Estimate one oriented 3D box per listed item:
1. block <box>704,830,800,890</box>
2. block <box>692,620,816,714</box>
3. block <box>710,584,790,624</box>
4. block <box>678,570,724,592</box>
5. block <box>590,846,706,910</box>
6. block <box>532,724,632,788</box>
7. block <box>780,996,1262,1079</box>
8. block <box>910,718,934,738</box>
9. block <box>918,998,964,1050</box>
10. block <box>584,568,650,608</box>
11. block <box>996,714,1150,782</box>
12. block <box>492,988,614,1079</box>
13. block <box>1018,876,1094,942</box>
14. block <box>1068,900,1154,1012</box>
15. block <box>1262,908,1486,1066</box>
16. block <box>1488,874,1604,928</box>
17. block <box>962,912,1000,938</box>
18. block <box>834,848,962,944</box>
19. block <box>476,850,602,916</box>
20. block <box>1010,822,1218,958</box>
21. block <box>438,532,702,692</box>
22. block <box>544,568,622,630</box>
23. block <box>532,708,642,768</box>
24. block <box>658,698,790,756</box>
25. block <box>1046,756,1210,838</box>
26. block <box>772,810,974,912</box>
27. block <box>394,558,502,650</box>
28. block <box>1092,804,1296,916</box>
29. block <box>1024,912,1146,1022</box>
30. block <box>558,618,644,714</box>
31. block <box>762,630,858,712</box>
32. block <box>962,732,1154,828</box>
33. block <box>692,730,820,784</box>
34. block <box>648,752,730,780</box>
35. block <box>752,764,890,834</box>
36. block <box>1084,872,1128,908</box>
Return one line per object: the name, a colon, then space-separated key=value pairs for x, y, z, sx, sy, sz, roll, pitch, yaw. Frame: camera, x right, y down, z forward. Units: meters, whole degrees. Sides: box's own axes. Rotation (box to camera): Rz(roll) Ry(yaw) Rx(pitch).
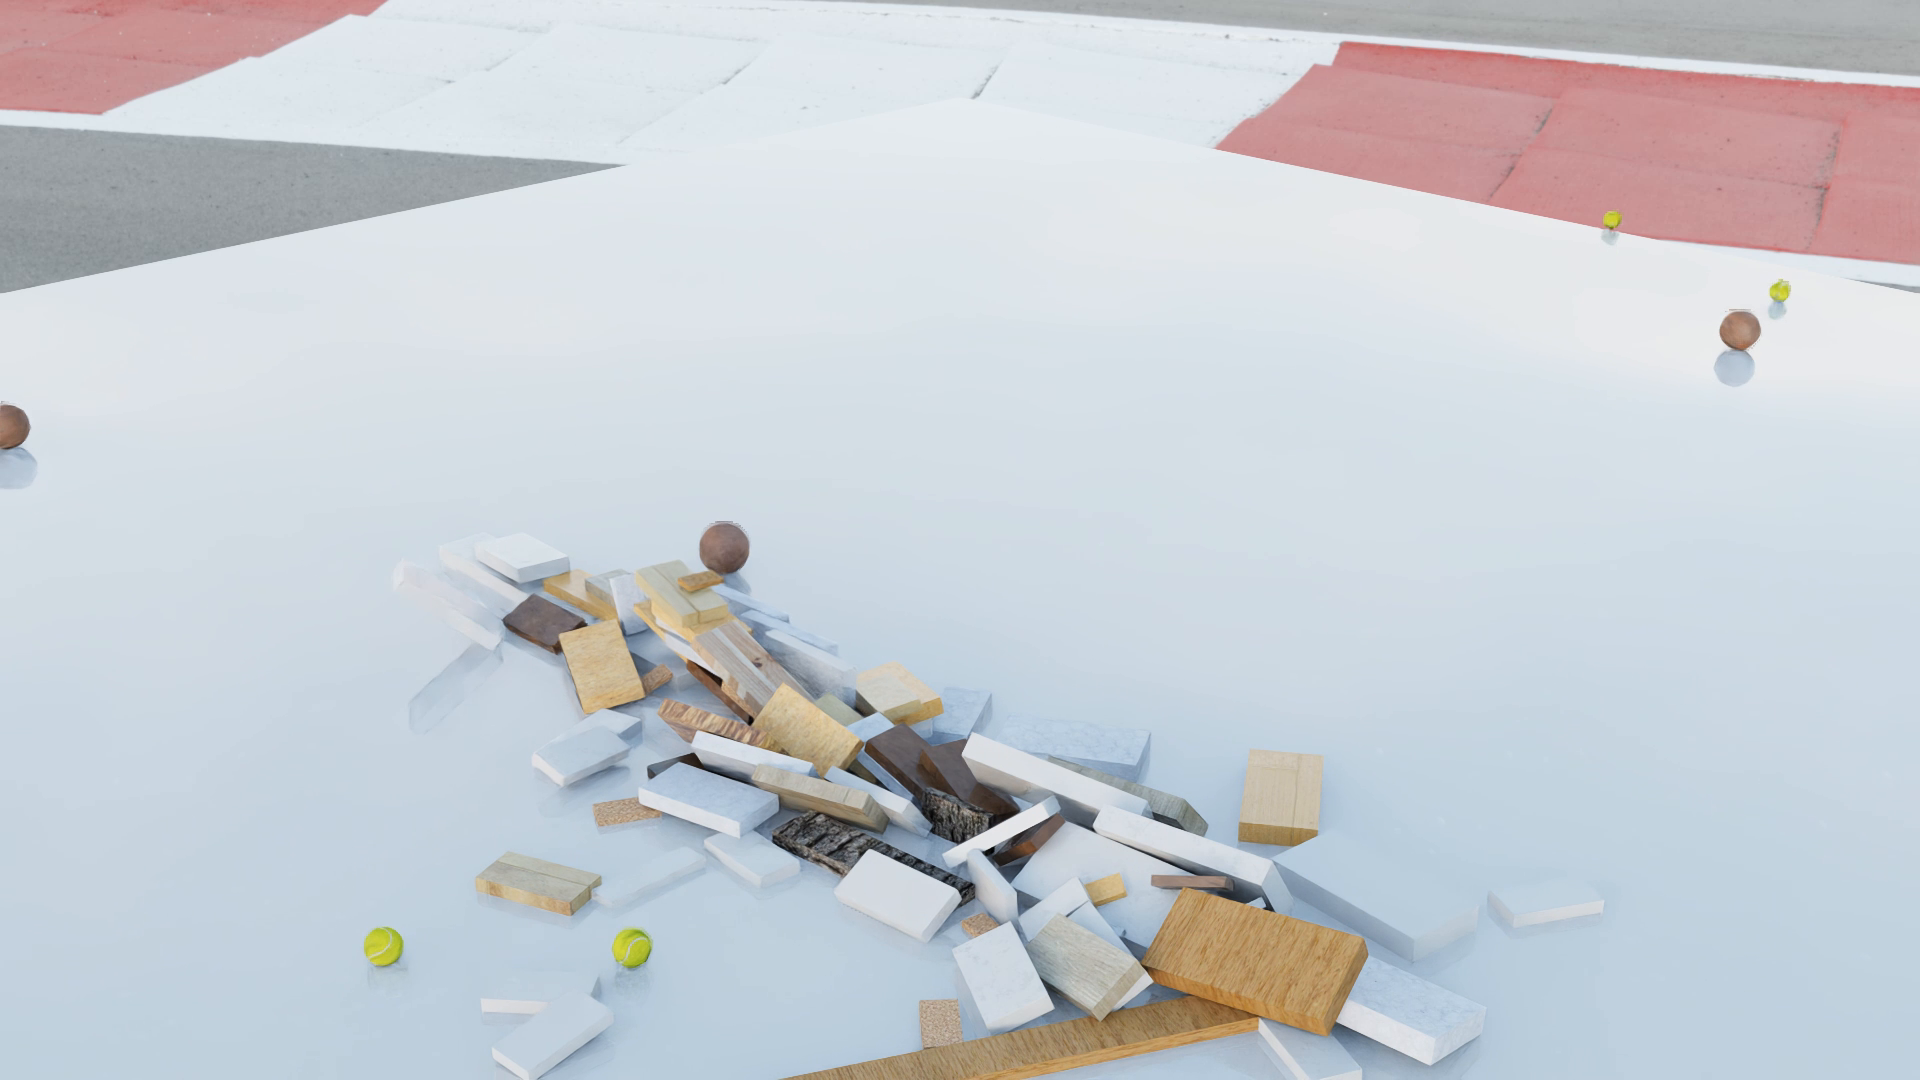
block: x=-0.405 y=0.614 z=4.279 sx=0.093 sy=0.026 sz=0.186 roll=-19 pitch=29 yaw=-37
block: x=-0.415 y=0.318 z=4.733 sx=0.115 sy=0.033 sz=0.383 roll=-23 pitch=53 yaw=-39
block: x=-0.503 y=0.199 z=5.115 sx=0.274 sy=0.137 sz=0.039 roll=20 pitch=30 yaw=39
block: x=-0.587 y=0.092 z=4.982 sx=0.095 sy=0.013 sz=0.047 roll=-15 pitch=34 yaw=-40
block: x=-0.595 y=0.647 z=4.214 sx=0.064 sy=0.018 sz=0.227 roll=21 pitch=31 yaw=40
block: x=-0.789 y=0.449 z=4.594 sx=0.093 sy=0.026 sz=0.186 roll=33 pitch=34 yaw=27
block: x=0.051 y=0.871 z=3.675 sx=0.971 sy=0.027 sz=0.094 roll=-7 pitch=24 yaw=-17
block: x=-0.090 y=0.394 z=4.736 sx=0.064 sy=0.018 sz=0.128 roll=-10 pitch=19 yaw=6
block: x=-0.033 y=0.835 z=3.769 sx=0.068 sy=0.019 sz=0.136 roll=-2 pitch=23 yaw=-4
block: x=-0.800 y=0.125 z=5.257 sx=0.102 sy=0.029 sz=0.204 roll=-18 pitch=29 yaw=-36
block: x=0.237 y=0.441 z=4.666 sx=0.309 sy=0.044 sz=0.154 roll=6 pitch=24 yaw=14
block: x=-0.688 y=0.836 z=3.720 sx=0.094 sy=0.027 sz=0.187 roll=23 pitch=38 yaw=34
block: x=0.175 y=0.680 z=4.025 sx=0.136 sy=0.019 sz=0.068 roll=-36 pitch=35 yaw=6
block: x=0.238 y=0.744 z=3.891 sx=0.118 sy=0.033 sz=0.236 roll=-37 pitch=30 yaw=-4
block: x=0.667 y=0.773 z=3.840 sx=0.464 sy=0.050 sz=0.175 roll=19 pitch=21 yaw=38
block: x=1.100 y=0.677 z=4.130 sx=0.188 sy=0.027 sz=0.094 roll=-6 pitch=24 yaw=-15
block: x=0.051 y=0.721 z=4.045 sx=0.049 sy=0.014 sz=0.097 roll=-15 pitch=27 yaw=-31
block: x=-0.117 y=0.663 z=4.101 sx=0.221 sy=0.031 sz=0.111 roll=19 pitch=55 yaw=37
block: x=-0.802 y=0.653 z=4.184 sx=0.213 sy=0.030 sz=0.107 roll=10 pitch=25 yaw=23
block: x=0.283 y=0.653 z=4.072 sx=0.350 sy=0.050 sz=0.175 roll=19 pitch=53 yaw=37
block: x=-0.935 y=0.161 z=5.332 sx=0.135 sy=0.038 sz=1.025 roll=-20 pitch=30 yaw=-39
block: x=-0.871 y=0.140 z=5.296 sx=0.102 sy=0.029 sz=0.310 roll=-21 pitch=31 yaw=-40
block: x=-0.796 y=0.433 z=4.702 sx=0.107 sy=0.030 sz=0.240 roll=12 pitch=26 yaw=27
block: x=-0.486 y=0.409 z=4.563 sx=0.271 sy=0.135 sz=0.038 roll=15 pitch=66 yaw=31
block: x=0.327 y=0.516 z=4.365 sx=0.309 sy=0.154 sz=0.044 roll=15 pitch=72 yaw=32
block: x=-0.171 y=0.625 z=4.247 sx=0.431 sy=0.031 sz=0.111 roll=19 pitch=29 yaw=37
block: x=-1.198 y=0.150 z=5.144 sx=0.270 sy=0.038 sz=0.135 roll=35 pitch=9 yaw=-24
block: x=0.436 y=0.607 z=4.108 sx=0.357 sy=0.179 sz=0.051 roll=16 pitch=64 yaw=33
block: x=0.208 y=0.745 z=3.852 sx=0.118 sy=0.033 sz=0.236 roll=-45 pitch=32 yaw=-16
block: x=-0.815 y=0.284 z=4.986 sx=0.137 sy=0.039 sz=0.305 roll=-16 pitch=30 yaw=-12
block: x=-0.336 y=0.306 z=4.863 sx=0.271 sy=0.135 sz=0.038 roll=21 pitch=26 yaw=41
block: x=0.196 y=0.493 z=4.313 sx=0.374 sy=0.179 sz=0.051 roll=20 pitch=72 yaw=19
block: x=-0.411 y=0.462 z=4.482 sx=0.256 sy=0.128 sz=0.036 roll=14 pitch=65 yaw=16
block: x=-0.529 y=0.474 z=4.611 sx=0.233 sy=0.027 sz=0.094 roll=-14 pitch=27 yaw=-30
block: x=-0.278 y=0.517 z=4.387 sx=0.256 sy=0.128 sz=0.036 roll=12 pitch=65 yaw=26
block: x=0.255 y=0.648 z=4.040 sx=0.097 sy=0.014 sz=0.049 roll=-19 pitch=40 yaw=1
